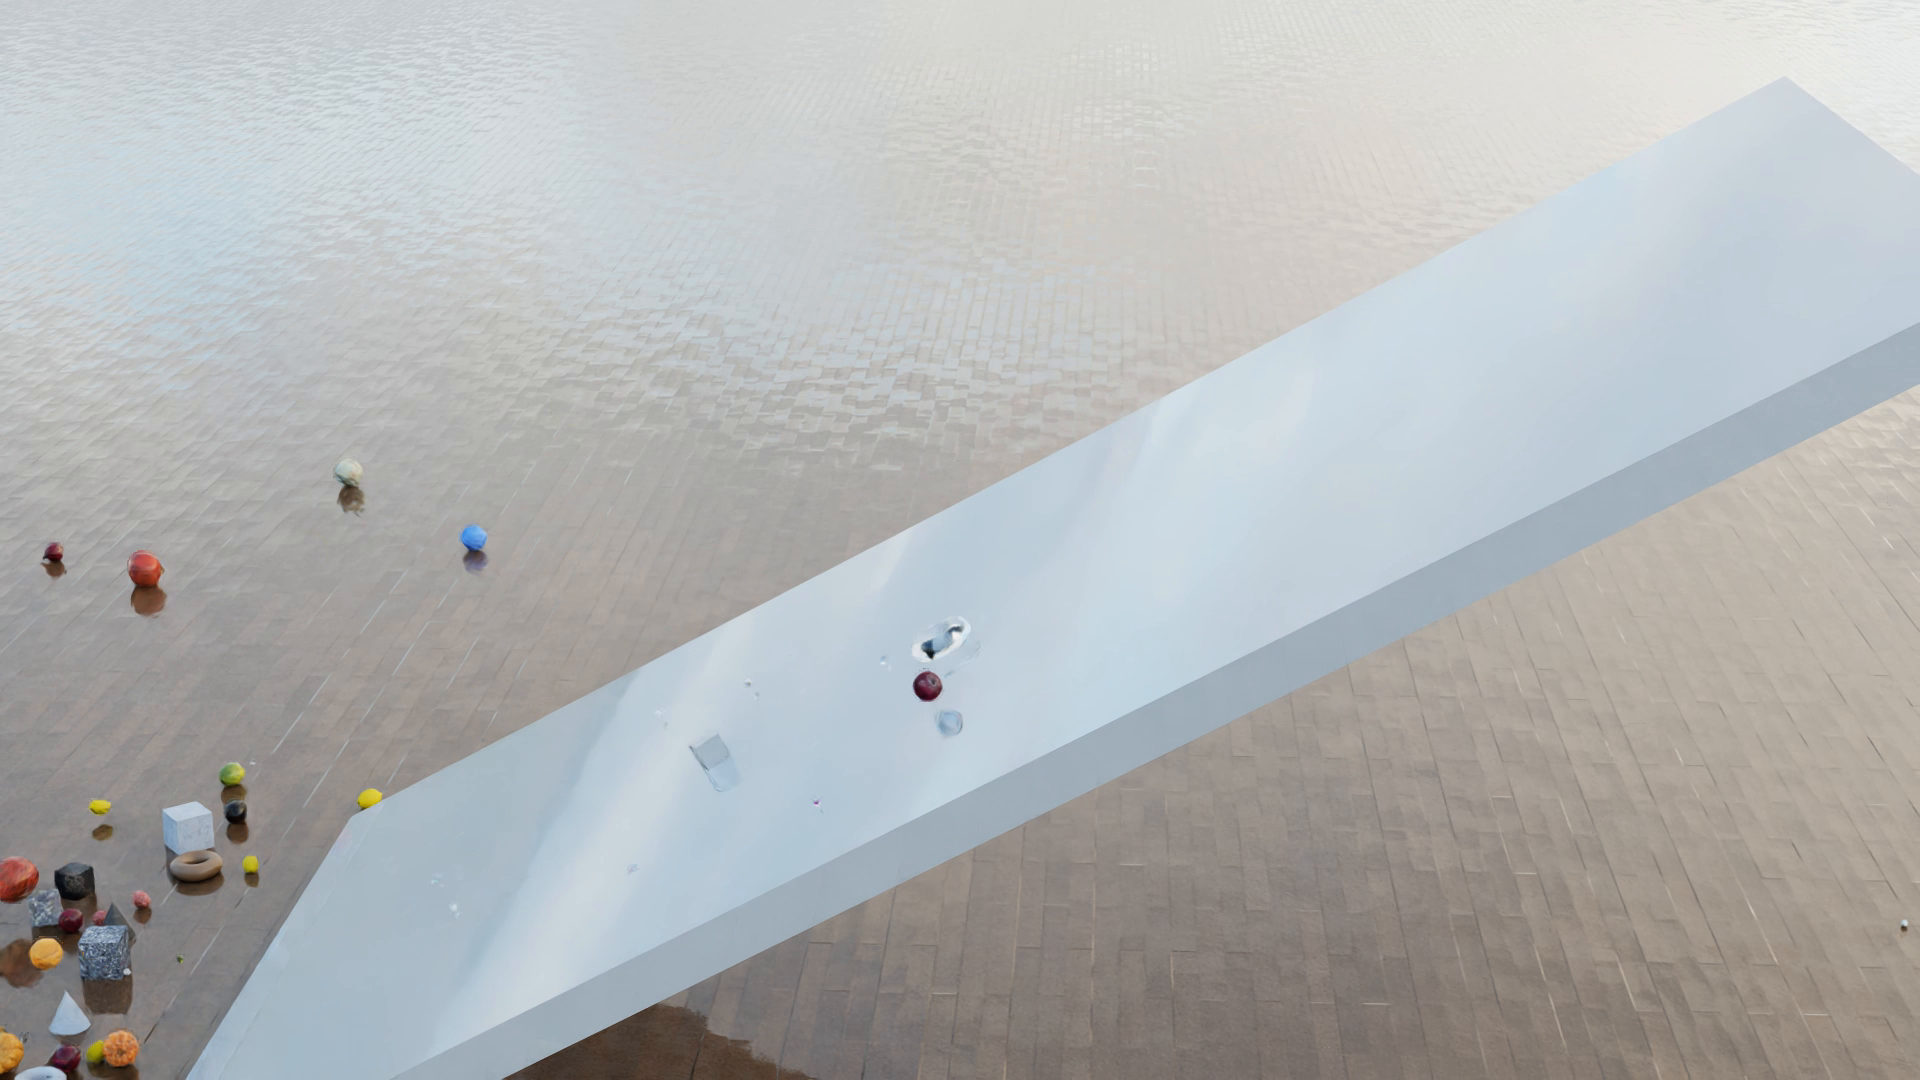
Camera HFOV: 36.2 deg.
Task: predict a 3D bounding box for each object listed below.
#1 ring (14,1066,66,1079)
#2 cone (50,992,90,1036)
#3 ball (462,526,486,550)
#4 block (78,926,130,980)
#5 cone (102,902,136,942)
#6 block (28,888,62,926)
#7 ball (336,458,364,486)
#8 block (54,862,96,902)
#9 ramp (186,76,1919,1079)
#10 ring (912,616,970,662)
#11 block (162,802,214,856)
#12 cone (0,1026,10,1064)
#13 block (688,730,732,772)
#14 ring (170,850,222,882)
[{"bbox_3d":[-2.000,1.181,6.388,0.116,0.039,0.116,-1,17,0],"label":"ring"},{"bbox_3d":[-2.024,1.063,6.672,0.090,0.090,0.090,0,18,0],"label":"cone"},{"bbox_3d":[-1.651,-0.007,9.990,0.085,0.085,0.085,0,18,0],"label":"ball"},{"bbox_3d":[-2.019,0.973,6.941,0.094,0.094,0.094,-1,18,-2],"label":"block"},{"bbox_3d":[-2.047,0.917,7.116,0.093,0.093,0.093,0,18,0],"label":"cone"},{"bbox_3d":[-2.242,0.901,7.206,0.065,0.065,0.065,-6,18,-6],"label":"block"},{"bbox_3d":[-2.223,-0.246,10.704,0.100,0.100,0.100,0,18,0],"label":"ball"},{"bbox_3d":[-2.214,0.854,7.354,0.067,0.067,0.067,8,19,23],"label":"block"},{"bbox_3d":[0.142,0.167,6.282,4.000,0.100,2.000,-27,14,11],"label":"ramp"},{"bbox_3d":[-0.040,0.209,6.204,0.137,0.046,0.137,-27,15,8],"label":"ring"},{"bbox_3d":[-2.003,0.748,7.633,0.096,0.096,0.096,-13,22,-35],"label":"block"},{"bbox_3d":[-2.133,1.136,6.532,0.079,0.079,0.079,41,37,24],"label":"cone"},{"bbox_3d":[-0.539,0.452,6.330,0.059,0.059,0.059,-34,15,-15],"label":"block"},{"bbox_3d":[-1.940,0.828,7.474,0.131,0.044,0.131,-1,18,0],"label":"ring"}]
